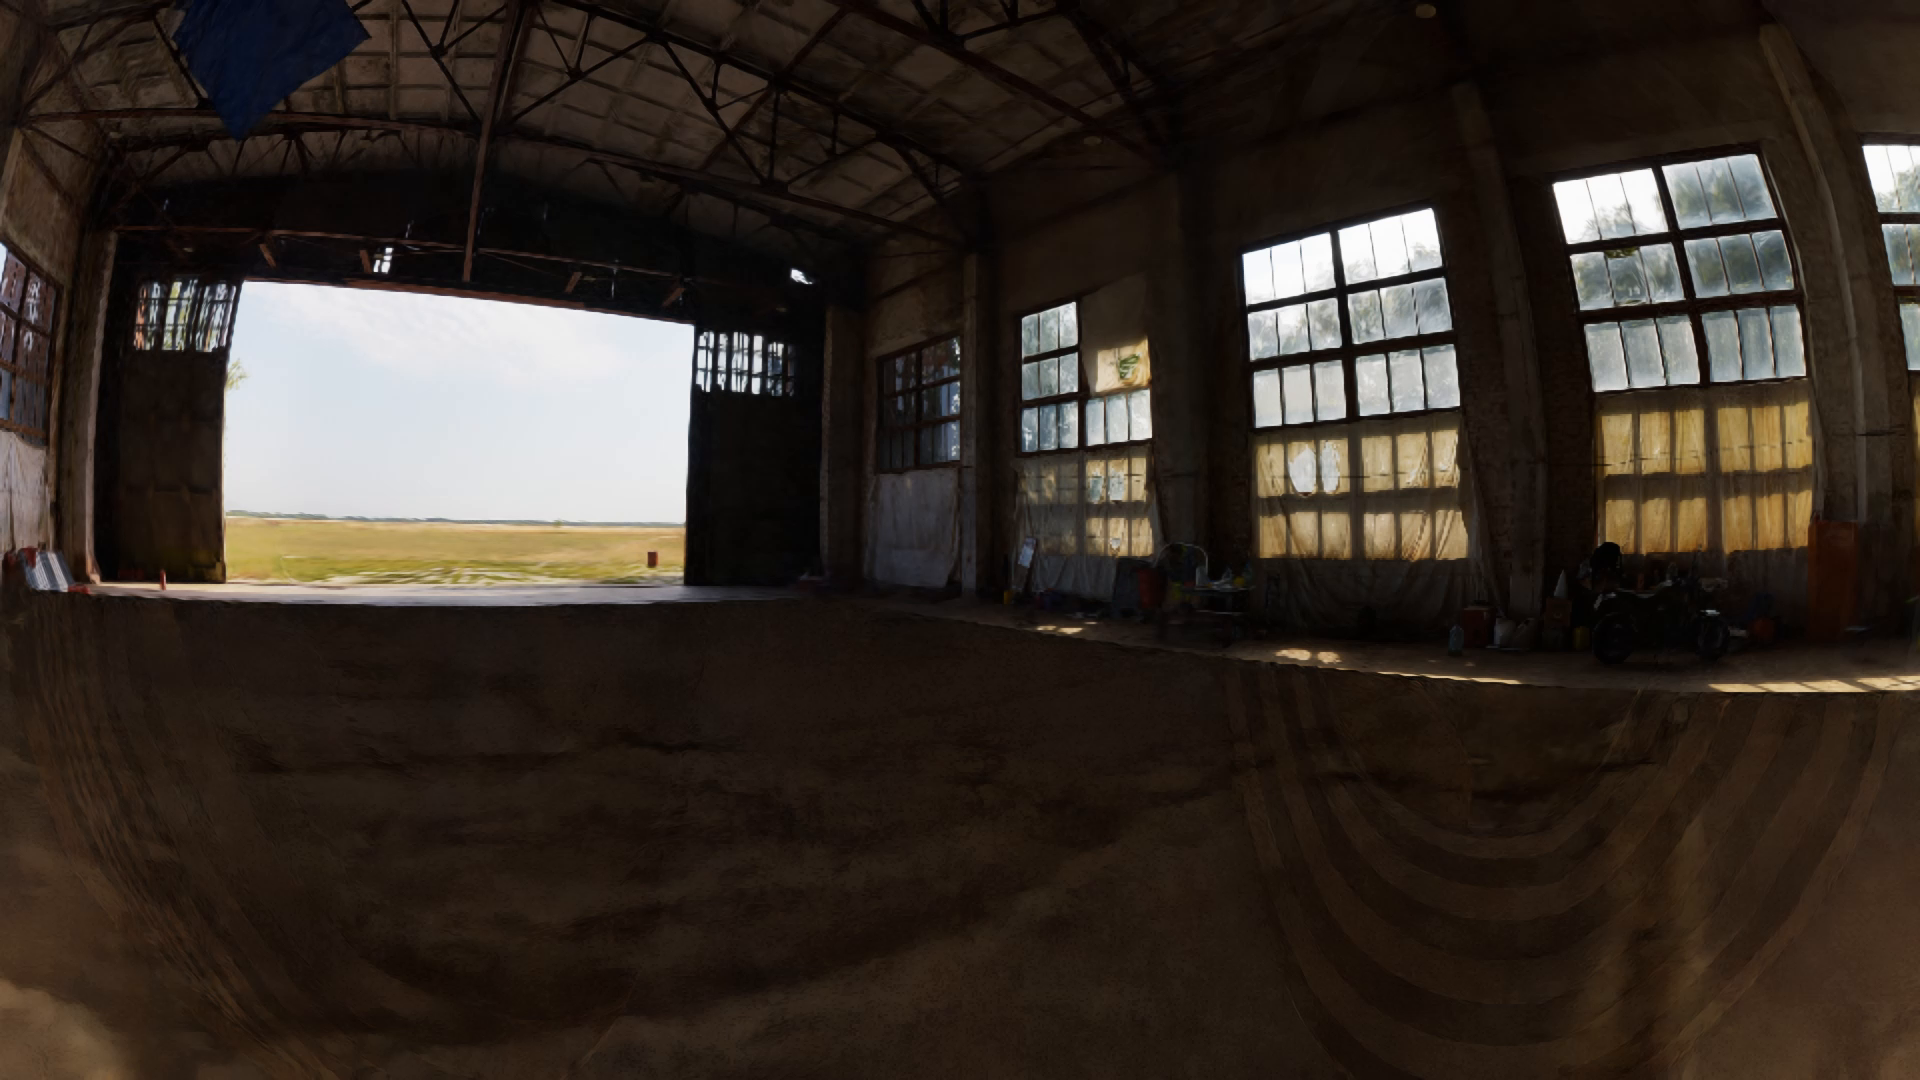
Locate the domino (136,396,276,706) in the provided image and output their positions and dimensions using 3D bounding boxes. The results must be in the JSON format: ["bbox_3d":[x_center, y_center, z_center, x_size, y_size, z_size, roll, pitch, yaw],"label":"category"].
[{"bbox_3d":[-0.128,0.001,0.218,0.025,0.050,0.010,3,5,36],"label":"domino"}]

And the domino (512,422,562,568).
[{"bbox_3d":[-0.148,-0.016,0.454,0.009,0.050,0.025,0,4,6],"label":"domino"}]

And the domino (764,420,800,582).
[{"bbox_3d":[-0.049,-0.013,0.407,0.009,0.050,0.025,4,6,43],"label":"domino"}]

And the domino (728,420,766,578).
[{"bbox_3d":[-0.063,-0.014,0.420,0.009,0.050,0.025,3,5,38],"label":"domino"}]

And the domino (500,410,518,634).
[{"bbox_3d":[-0.114,-0.004,0.289,0.025,0.050,0.009,-1,4,-16],"label":"domino"}]

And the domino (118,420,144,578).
[{"bbox_3d":[-0.270,-0.014,0.419,0.009,0.050,0.025,-3,5,-39],"label":"domino"}]

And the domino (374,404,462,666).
[{"bbox_3d":[-0.112,-0.001,0.252,0.025,0.050,0.009,1,4,15],"label":"domino"}]

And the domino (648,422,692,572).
[{"bbox_3d":[-0.095,-0.015,0.439,0.009,0.050,0.025,2,5,25],"label":"domino"}]

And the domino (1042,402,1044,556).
[{"bbox_3d":[0.003,0.000,0.238,0.025,0.050,0.009,0,4,5],"label":"domino"}]

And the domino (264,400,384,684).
[{"bbox_3d":[-0.119,0.000,0.234,0.025,0.050,0.010,2,5,25],"label":"domino"}]

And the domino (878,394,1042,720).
[{"bbox_3d":[0.000,0.002,0.201,0.025,0.050,0.009,0,4,0],"label":"domino"}]

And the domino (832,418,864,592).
[{"bbox_3d":[-0.024,-0.011,0.380,0.025,0.050,0.009,-3,5,-37],"label":"domino"}]

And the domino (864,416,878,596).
[{"bbox_3d":[-0.014,-0.010,0.364,0.025,0.050,0.009,-3,5,-31],"label":"domino"}]

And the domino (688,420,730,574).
[{"bbox_3d":[-0.078,-0.015,0.430,0.009,0.050,0.025,3,5,33],"label":"domino"}]

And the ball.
[{"bbox_3d":[0.000,-0.002,0.056,0.080,0.080,0.080,0,4,0],"label":"ball"}]

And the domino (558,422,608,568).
[{"bbox_3d":[-0.130,-0.016,0.451,0.009,0.050,0.025,1,4,12],"label":"domino"}]

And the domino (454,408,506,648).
[{"bbox_3d":[-0.111,-0.003,0.270,0.025,0.050,0.009,0,4,-3],"label":"domino"}]

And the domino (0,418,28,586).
[{"bbox_3d":[-0.296,-0.012,0.392,0.025,0.050,0.009,3,5,37],"label":"domino"}]

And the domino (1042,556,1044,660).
[{"bbox_3d":[0.004,-0.002,0.256,0.025,0.050,0.009,0,4,4],"label":"domino"}]

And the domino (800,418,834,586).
[{"bbox_3d":[-0.036,-0.012,0.394,0.025,0.050,0.009,-4,6,-42],"label":"domino"}]

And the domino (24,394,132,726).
[{"bbox_3d":[-0.141,0.002,0.205,0.009,0.050,0.025,-4,6,-40],"label":"domino"}]

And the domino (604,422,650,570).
[{"bbox_3d":[-0.112,-0.016,0.446,0.009,0.050,0.025,1,4,18],"label":"domino"}]
